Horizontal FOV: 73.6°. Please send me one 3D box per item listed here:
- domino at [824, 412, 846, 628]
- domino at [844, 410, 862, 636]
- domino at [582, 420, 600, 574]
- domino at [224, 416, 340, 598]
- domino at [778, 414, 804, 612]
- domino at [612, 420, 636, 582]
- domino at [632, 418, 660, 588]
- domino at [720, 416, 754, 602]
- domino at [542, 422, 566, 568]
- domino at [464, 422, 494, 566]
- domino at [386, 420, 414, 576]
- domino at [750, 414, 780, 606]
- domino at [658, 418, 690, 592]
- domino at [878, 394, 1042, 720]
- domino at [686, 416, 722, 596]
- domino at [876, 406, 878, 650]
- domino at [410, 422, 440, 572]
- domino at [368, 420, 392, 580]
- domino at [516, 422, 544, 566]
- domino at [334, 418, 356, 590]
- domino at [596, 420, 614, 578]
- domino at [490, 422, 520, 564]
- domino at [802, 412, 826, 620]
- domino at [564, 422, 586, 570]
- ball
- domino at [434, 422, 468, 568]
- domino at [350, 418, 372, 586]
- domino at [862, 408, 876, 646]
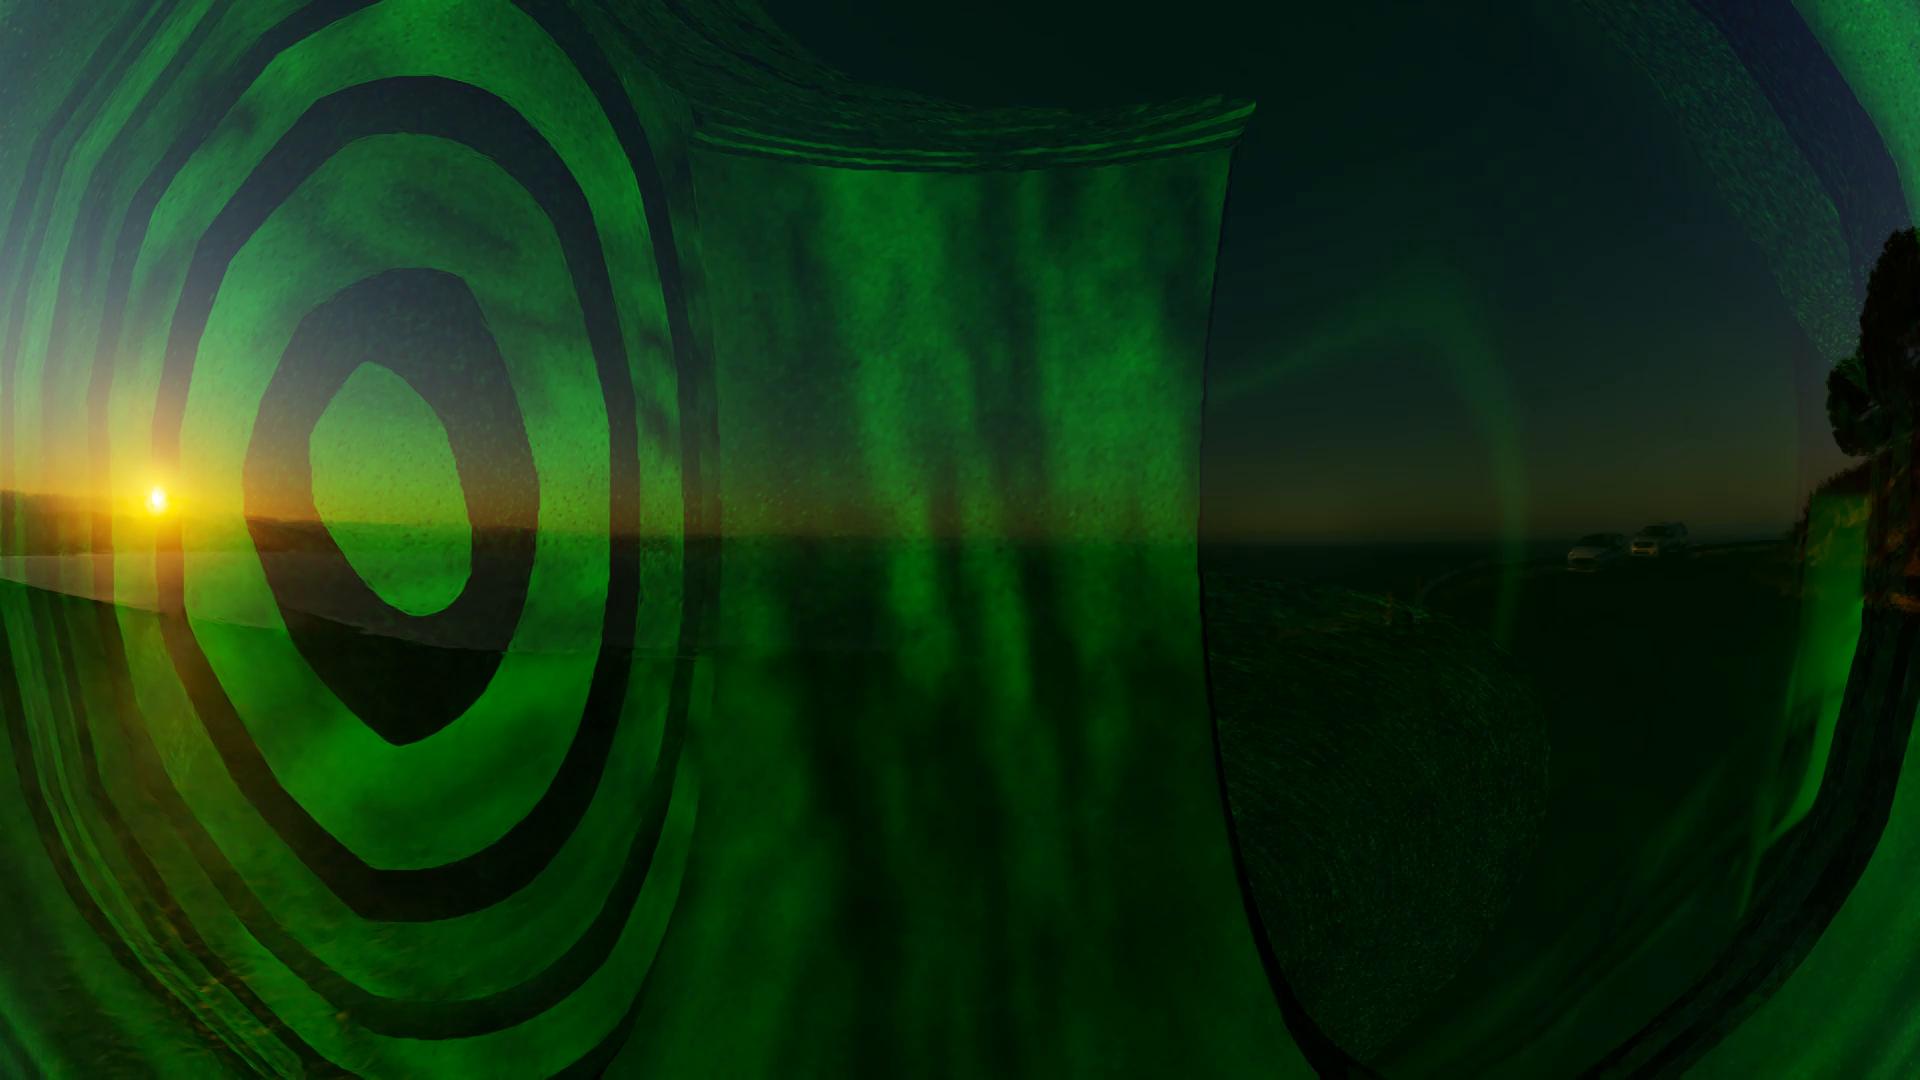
[{"bbox_3d":[-0.019,-0.005,0.306,0.025,0.050,0.010,-2,5,-25],"label":"domino"},{"bbox_3d":[-0.013,-0.004,0.292,0.025,0.050,0.010,-2,5,-21],"label":"domino"},{"bbox_3d":[-0.112,-0.015,0.428,0.025,0.050,0.009,-3,5,-35],"label":"domino"},{"bbox_3d":[-0.189,-0.009,0.357,0.025,0.050,0.009,-1,4,-8],"label":"domino"},{"bbox_3d":[-0.034,-0.007,0.333,0.025,0.050,0.009,-3,5,-32],"label":"domino"},{"bbox_3d":[-0.095,-0.013,0.402,0.025,0.050,0.009,-3,5,-34],"label":"domino"},{"bbox_3d":[-0.085,-0.012,0.390,0.025,0.050,0.009,-4,6,-40],"label":"domino"},{"bbox_3d":[-0.053,-0.009,0.357,0.009,0.050,0.025,4,6,44],"label":"domino"},{"bbox_3d":[-0.133,-0.016,0.451,0.009,0.050,0.025,4,6,40],"label":"domino"},{"bbox_3d":[-0.175,-0.017,0.459,0.010,0.050,0.025,-3,5,-31],"label":"domino"},{"bbox_3d":[-0.193,-0.014,0.419,0.025,0.050,0.009,0,4,6],"label":"domino"},{"bbox_3d":[-0.043,-0.008,0.345,0.025,0.050,0.009,-4,6,-40],"label":"domino"},{"bbox_3d":[-0.075,-0.011,0.378,0.025,0.050,0.009,-4,6,-43],"label":"domino"},{"bbox_3d":[0.000,0.002,0.201,0.025,0.050,0.009,0,4,0],"label":"domino"},{"bbox_3d":[-0.065,-0.010,0.367,0.025,0.050,0.009,-4,6,-45],"label":"domino"},{"bbox_3d":[-0.004,-0.002,0.262,0.025,0.050,0.009,-1,4,-12],"label":"domino"},{"bbox_3d":[-0.191,-0.015,0.434,0.025,0.050,0.010,1,4,15],"label":"domino"},{"bbox_3d":[-0.194,-0.013,0.403,0.025,0.050,0.009,0,4,0],"label":"domino"},{"bbox_3d":[-0.145,-0.017,0.460,0.009,0.050,0.025,2,5,28],"label":"domino"},{"bbox_3d":[-0.191,-0.010,0.373,0.025,0.050,0.009,-1,4,-9],"label":"domino"},{"bbox_3d":[-0.103,-0.014,0.415,0.025,0.050,0.009,-3,5,-32],"label":"domino"},{"bbox_3d":[-0.160,-0.017,0.464,0.009,0.050,0.025,0,4,-1],"label":"domino"},{"bbox_3d":[-0.026,-0.006,0.320,0.025,0.050,0.009,-2,5,-28],"label":"domino"},{"bbox_3d":[-0.122,-0.015,0.440,0.025,0.050,0.009,-4,6,-43],"label":"domino"},{"bbox_3d":[0.000,-0.002,0.056,0.080,0.080,0.080,0,4,0],"label":"ball"},{"bbox_3d":[-0.185,-0.016,0.448,0.025,0.050,0.009,3,5,30],"label":"domino"},{"bbox_3d":[-0.193,-0.012,0.388,0.025,0.050,0.009,-1,4,-7],"label":"domino"},{"bbox_3d":[-0.008,-0.003,0.277,0.025,0.050,0.010,-1,4,-16],"label":"domino"}]
